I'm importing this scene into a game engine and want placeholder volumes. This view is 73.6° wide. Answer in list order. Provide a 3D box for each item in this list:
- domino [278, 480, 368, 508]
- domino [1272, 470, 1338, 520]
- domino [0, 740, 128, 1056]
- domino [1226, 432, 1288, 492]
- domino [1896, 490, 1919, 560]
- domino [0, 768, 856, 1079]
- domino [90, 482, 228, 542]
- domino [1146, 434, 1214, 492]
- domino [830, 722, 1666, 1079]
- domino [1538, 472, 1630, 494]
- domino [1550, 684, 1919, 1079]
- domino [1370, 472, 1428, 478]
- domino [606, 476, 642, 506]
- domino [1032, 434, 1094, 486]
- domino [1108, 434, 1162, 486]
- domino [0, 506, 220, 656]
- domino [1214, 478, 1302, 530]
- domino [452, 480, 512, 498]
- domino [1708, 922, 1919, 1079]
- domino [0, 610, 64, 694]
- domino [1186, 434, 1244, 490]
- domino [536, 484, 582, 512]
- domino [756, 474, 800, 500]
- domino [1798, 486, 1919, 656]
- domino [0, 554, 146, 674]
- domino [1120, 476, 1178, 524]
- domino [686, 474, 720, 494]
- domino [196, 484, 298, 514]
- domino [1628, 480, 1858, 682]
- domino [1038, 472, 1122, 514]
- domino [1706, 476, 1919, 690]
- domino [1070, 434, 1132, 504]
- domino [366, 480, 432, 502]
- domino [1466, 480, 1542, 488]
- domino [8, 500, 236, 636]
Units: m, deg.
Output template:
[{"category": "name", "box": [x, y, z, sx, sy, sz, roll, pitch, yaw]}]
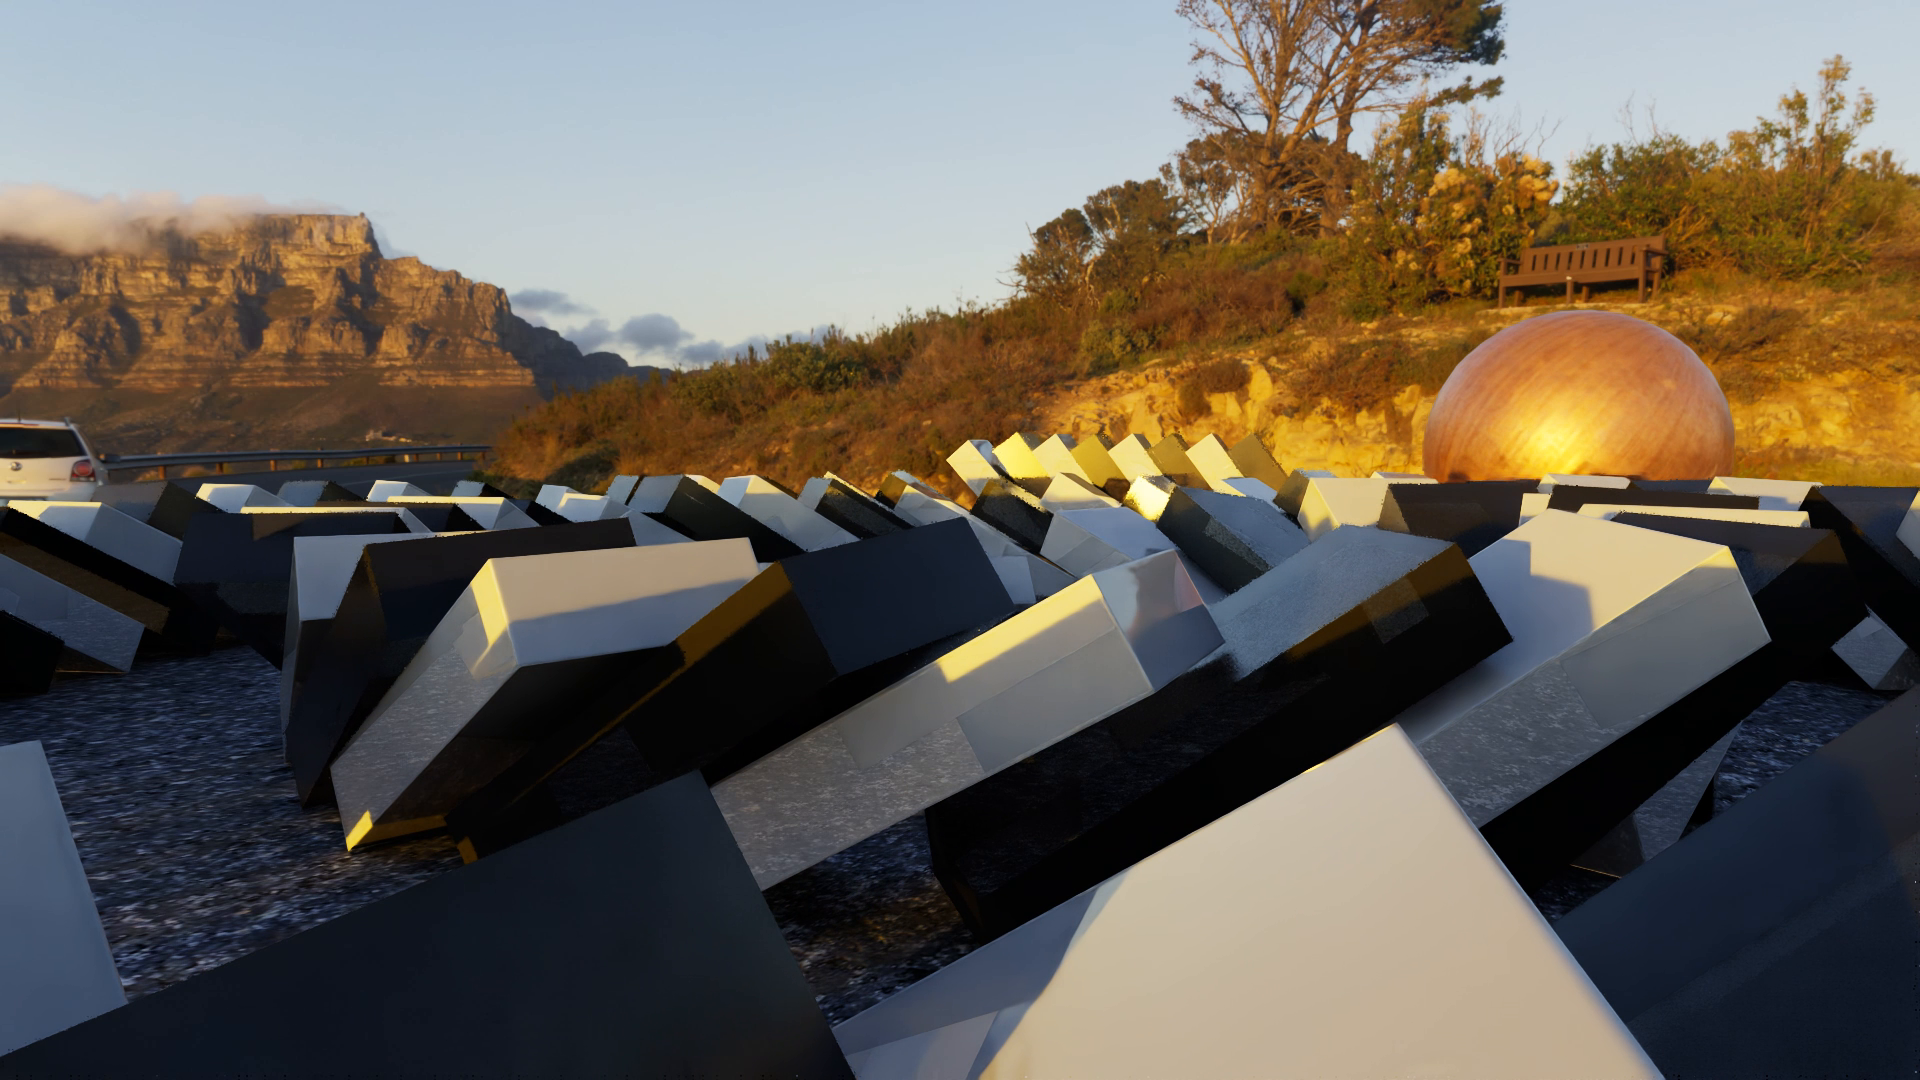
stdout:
[{"category": "domino", "box": [-0.141, 0.002, 0.318, 0.025, 0.010, 0.050, 1, -26, 41]}, {"category": "domino", "box": [0.102, 0.001, 0.309, 0.050, 0.009, 0.025, 41, 23, 26]}, {"category": "domino", "box": [-0.049, 0.023, 0.037, 0.050, 0.010, 0.025, -33, -13, 28]}, {"category": "domino", "box": [0.099, -0.009, 0.384, 0.010, 0.050, 0.025, -37, -6, 15]}, {"category": "domino", "box": [0.171, 0.010, 0.196, 0.025, 0.010, 0.050, 2, 36, 2]}, {"category": "domino", "box": [-0.029, 0.023, 0.031, 0.050, 0.010, 0.025, -32, -8, 21]}, {"category": "domino", "box": [-0.161, 0.004, 0.282, 0.025, 0.010, 0.050, -1, -28, 28]}, {"category": "domino", "box": [0.077, -0.010, 0.395, 0.010, 0.050, 0.025, -37, -6, 15]}, {"category": "domino", "box": [-0.008, 0.023, 0.030, 0.050, 0.010, 0.025, -32, -2, 11]}, {"category": "domino", "box": [0.146, 0.004, 0.269, 0.025, 0.009, 0.050, 1, 36, -25]}, {"category": "domino", "box": [0.015, 0.022, 0.030, 0.050, 0.010, 0.025, -36, 1, 6]}, {"category": "domino", "box": [0.119, 0.002, 0.299, 0.025, 0.010, 0.050, 0, 36, -44]}, {"category": "domino", "box": [-0.078, -0.003, 0.378, 0.050, 0.009, 0.025, 32, -12, -27]}, {"category": "domino", "box": [0.044, -0.011, 0.406, 0.010, 0.050, 0.025, -37, -6, 15]}, {"category": "domino", "box": [0.066, -0.010, 0.399, 0.009, 0.050, 0.025, -37, -6, 15]}, {"category": "domino", "box": [-0.168, 0.009, 0.241, 0.025, 0.010, 0.050, 1, -24, 15]}, {"category": "domino", "box": [0.087, 0.002, 0.317, 0.050, 0.010, 0.025, 37, 22, 25]}, {"category": "domino", "box": [-0.113, 0.000, 0.351, 0.050, 0.010, 0.025, 32, -15, -33]}, {"category": "domino", "box": [0.032, 0.021, 0.032, 0.050, 0.010, 0.025, -37, 6, 0]}, {"category": "domino", "box": [-0.169, 0.012, 0.198, 0.025, 0.010, 0.050, 0, -24, 2]}, {"category": "domino", "box": [0.088, -0.009, 0.389, 0.009, 0.050, 0.025, -37, -6, 15]}, {"category": "domino", "box": [-0.095, 0.000, 0.366, 0.050, 0.010, 0.025, 29, -12, -31]}, {"category": "domino", "box": [-0.042, -0.004, 0.399, 0.050, 0.010, 0.025, 30, -4, -16]}, {"category": "domino", "box": [0.167, 0.009, 0.215, 0.025, 0.010, 0.050, 1, 36, -6]}, {"category": "domino", "box": [-0.170, 0.010, 0.220, 0.025, 0.009, 0.050, 1, -24, 9]}, {"category": "domino", "box": [0.066, 0.001, 0.323, 0.050, 0.009, 0.025, 35, 15, 17]}, {"category": "domino", "box": [-0.061, -0.003, 0.388, 0.050, 0.010, 0.025, 31, -9, -23]}, {"category": "domino", "box": [-0.151, 0.003, 0.302, 0.025, 0.009, 0.050, 3, -25, 36]}, {"category": "domino", "box": [0.155, 0.006, 0.250, 0.025, 0.009, 0.050, -1, 37, -18]}, {"category": "domino", "box": [0.045, 0.000, 0.327, 0.050, 0.010, 0.025, 33, 9, 10]}, {"category": "domino", "box": [0.162, 0.007, 0.235, 0.025, 0.010, 0.050, 2, 36, -13]}, {"category": "domino", "box": [0.055, -0.010, 0.403, 0.010, 0.050, 0.025, -37, -6, 15]}, {"category": "domino", "box": [-0.128, 0.001, 0.335, 0.050, 0.010, 0.025, 35, -19, -37]}, {"category": "domino", "box": [0.136, 0.004, 0.283, 0.025, 0.010, 0.050, -2, 36, -29]}, {"category": "domino", "box": [-0.165, 0.007, 0.263, 0.025, 0.009, 0.050, 2, -23, 20]}]
